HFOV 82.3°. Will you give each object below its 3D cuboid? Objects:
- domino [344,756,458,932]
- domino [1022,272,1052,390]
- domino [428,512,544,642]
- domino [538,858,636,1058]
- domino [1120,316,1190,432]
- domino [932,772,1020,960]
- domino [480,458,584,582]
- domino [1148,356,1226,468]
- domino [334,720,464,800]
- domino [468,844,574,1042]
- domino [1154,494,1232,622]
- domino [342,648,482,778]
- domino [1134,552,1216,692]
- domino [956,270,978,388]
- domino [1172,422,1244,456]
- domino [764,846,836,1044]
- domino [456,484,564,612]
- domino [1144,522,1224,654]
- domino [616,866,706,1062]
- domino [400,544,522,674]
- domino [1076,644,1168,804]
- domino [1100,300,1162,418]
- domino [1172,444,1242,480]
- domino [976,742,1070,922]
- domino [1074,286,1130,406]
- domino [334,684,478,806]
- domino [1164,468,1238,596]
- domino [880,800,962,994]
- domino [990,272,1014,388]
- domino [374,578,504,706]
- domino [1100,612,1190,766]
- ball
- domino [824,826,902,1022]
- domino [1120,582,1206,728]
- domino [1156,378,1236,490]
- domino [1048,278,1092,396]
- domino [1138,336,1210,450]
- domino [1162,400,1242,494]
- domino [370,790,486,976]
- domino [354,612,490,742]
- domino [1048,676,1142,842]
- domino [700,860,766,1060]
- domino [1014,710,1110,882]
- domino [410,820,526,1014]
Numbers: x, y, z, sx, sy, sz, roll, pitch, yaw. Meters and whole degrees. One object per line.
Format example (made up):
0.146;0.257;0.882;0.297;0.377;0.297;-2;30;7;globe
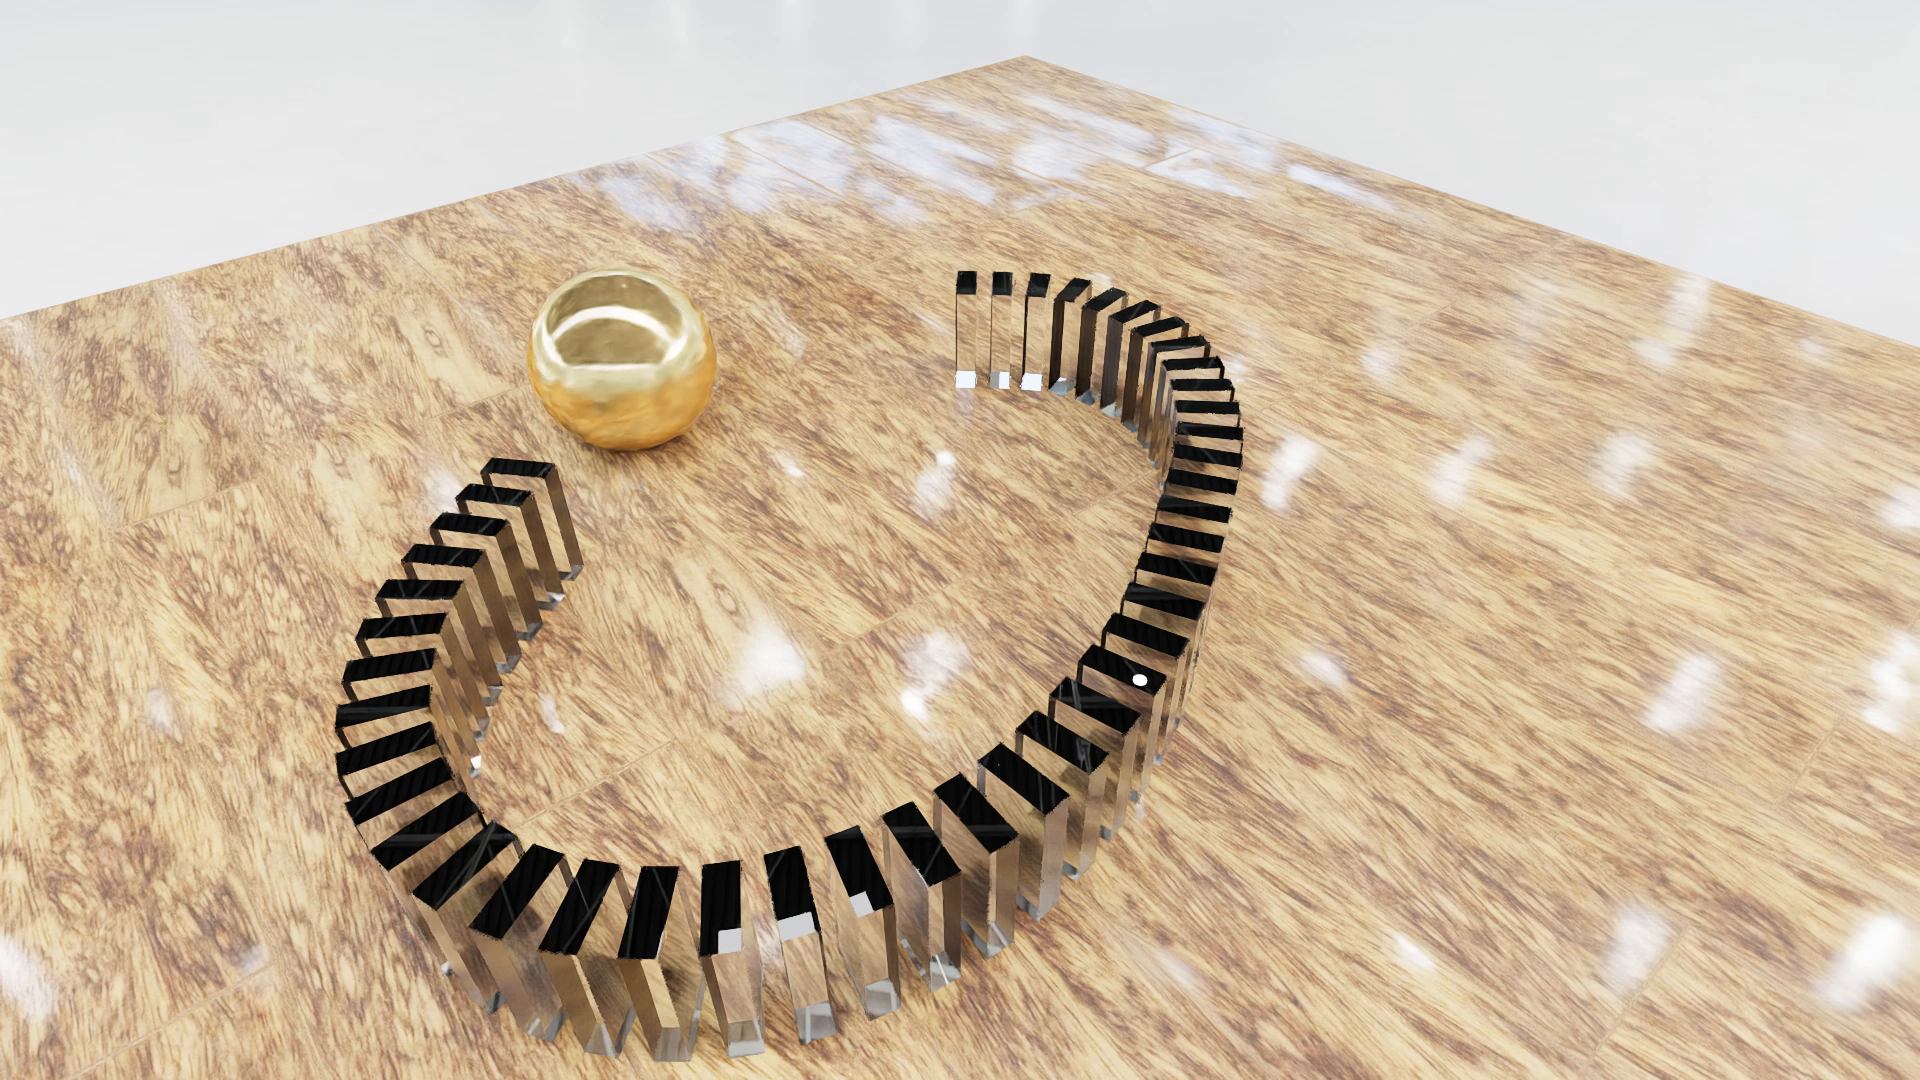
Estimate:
-0.148;0.086;0.307;0.025;0.050;0.009;-27;46;-29;domino
0.037;-0.101;0.535;0.010;0.050;0.025;6;40;8;domino
-0.169;0.014;0.395;0.025;0.050;0.009;7;40;8;domino
-0.091;0.107;0.281;0.009;0.050;0.025;6;40;8;domino
0.089;-0.075;0.504;0.025;0.050;0.010;-19;43;-21;domino
0.004;0.090;0.302;0.009;0.050;0.025;-26;46;-28;domino
-0.163;-0.007;0.420;0.025;0.050;0.009;6;40;7;domino
0.098;-0.055;0.478;0.025;0.050;0.010;-4;39;-5;domino
-0.158;0.077;0.318;0.025;0.050;0.010;-19;43;-22;domino
-0.108;0.105;0.284;0.010;0.050;0.025;13;41;15;domino
0.082;0.008;0.401;0.025;0.050;0.009;12;41;15;domino
-0.170;0.057;0.342;0.025;0.050;0.010;-8;40;-10;domino
0.071;0.029;0.376;0.025;0.050;0.010;13;41;16;domino
0.003;-0.103;0.537;0.009;0.050;0.025;1;39;2;domino
0.096;-0.023;0.439;0.025;0.050;0.010;7;40;8;domino
-0.041;0.105;0.283;0.010;0.050;0.025;-12;41;-14;domino
-0.166;0.003;0.408;0.025;0.050;0.010;7;40;9;domino
0.077;0.019;0.389;0.025;0.050;0.009;12;41;14;domino
-0.074;0.108;0.279;0.009;0.050;0.025;0;39;0;domino
-0.172;0.024;0.382;0.025;0.050;0.009;5;40;6;domino
0.048;0.058;0.341;0.025;0.050;0.010;22;44;25;domino
0.079;-0.084;0.514;0.025;0.050;0.009;-28;47;-30;domino
0.093;-0.012;0.426;0.025;0.050;0.009;10;40;12;domino
0.017;0.083;0.310;0.009;0.050;0.025;-32;49;-33;domino
0.067;-0.092;0.524;0.009;0.050;0.025;27;47;29;domino
-0.165;0.067;0.330;0.025;0.050;0.010;-13;41;-15;domino
0.088;-0.002;0.414;0.025;0.050;0.010;12;41;14;domino
-0.010;0.096;0.294;0.010;0.050;0.025;-20;44;-23;domino
0.020;-0.102;0.536;0.009;0.050;0.025;2;39;3;domino
-0.173;0.035;0.369;0.025;0.050;0.009;1;39;1;domino
0.057;0.048;0.353;0.025;0.050;0.009;19;43;22;domino
-0.148;-0.079;0.485;0.080;0.080;0.080;0;39;0;ball
-0.025;0.101;0.288;0.010;0.050;0.025;-16;42;-19;domino
0.064;0.039;0.364;0.025;0.050;0.010;16;42;18;domino
0.099;-0.044;0.465;0.025;0.050;0.009;0;39;0;domino
0.053;-0.098;0.531;0.009;0.050;0.025;18;43;21;domino
0.095;-0.065;0.491;0.025;0.050;0.009;-10;40;-11;domino
0.098;-0.033;0.452;0.025;0.050;0.009;2;39;3;domino
-0.137;0.093;0.297;0.009;0.050;0.025;30;48;31;domino
-0.173;0.046;0.355;0.025;0.050;0.009;-4;40;-5;domino
0.039;0.066;0.330;0.025;0.050;0.009;24;45;27;domino
-0.058;0.107;0.280;0.009;0.050;0.025;-6;40;-7;domino
0.028;0.075;0.320;0.025;0.050;0.010;28;47;30;domino
-0.123;0.100;0.290;0.010;0.050;0.025;21;44;24;domino
